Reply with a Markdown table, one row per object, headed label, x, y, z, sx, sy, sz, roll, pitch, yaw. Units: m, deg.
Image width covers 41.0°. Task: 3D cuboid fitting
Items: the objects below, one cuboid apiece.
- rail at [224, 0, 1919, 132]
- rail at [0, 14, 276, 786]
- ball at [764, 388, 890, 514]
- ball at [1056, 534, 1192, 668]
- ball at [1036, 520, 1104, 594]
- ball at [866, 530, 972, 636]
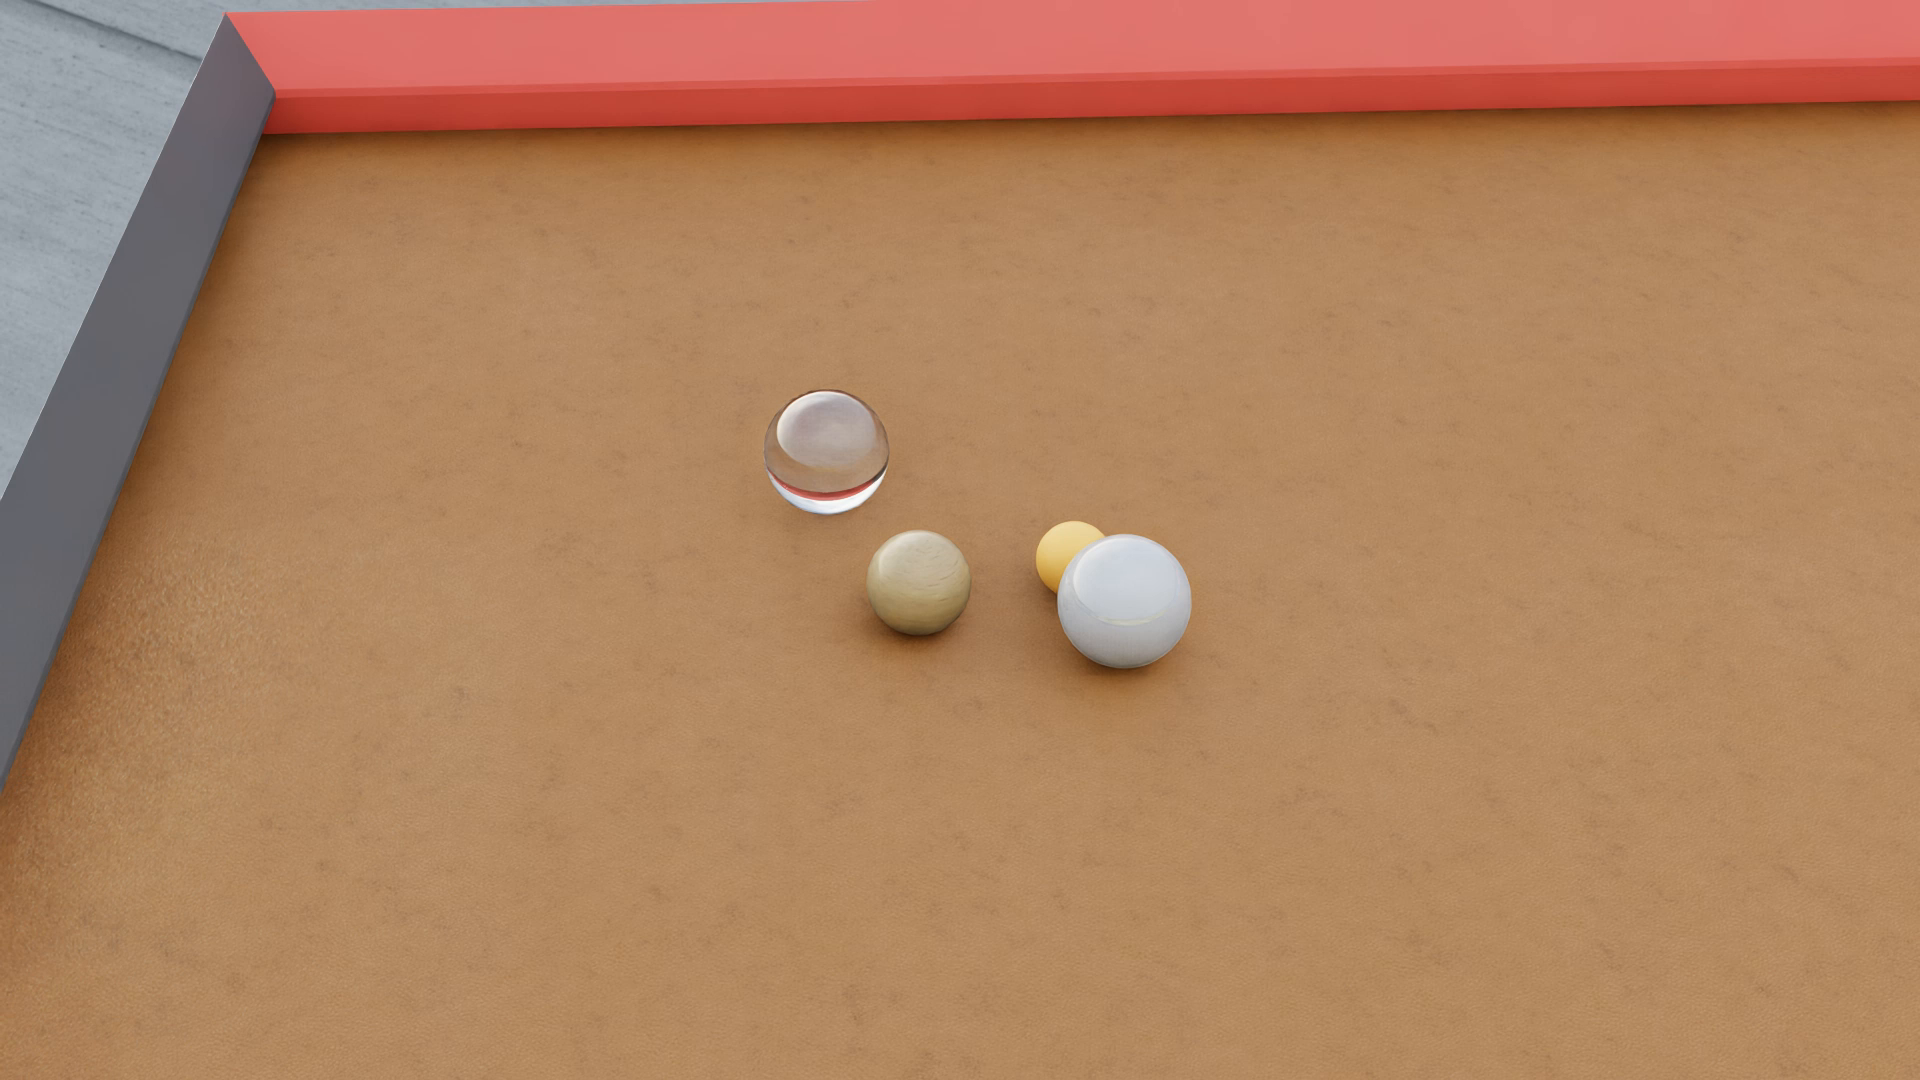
| label | x | y | z | sx | sy | sz | roll | pitch | yaw |
| --- | --- | --- | --- | --- | --- | --- | --- | --- | --- |
| rail | 0.606 | -0.454 | 2.411 | 2.561 | 0.121 | 0.045 | -2 | 35 | -2 |
| rail | -0.616 | -0.002 | 1.770 | 0.045 | 0.121 | 1.503 | -2 | 35 | -2 |
| ball | -0.098 | -0.065 | 1.885 | 0.093 | 0.093 | 0.093 | 0 | 35 | 0 |
| ball | 0.111 | 0.041 | 1.736 | 0.091 | 0.091 | 0.091 | 0 | 35 | 0 |
| ball | 0.080 | 0.014 | 1.807 | 0.054 | 0.054 | 0.054 | 0 | 35 | 0 |
| ball | -0.028 | 0.029 | 1.769 | 0.073 | 0.073 | 0.073 | 0 | 35 | 0 |
